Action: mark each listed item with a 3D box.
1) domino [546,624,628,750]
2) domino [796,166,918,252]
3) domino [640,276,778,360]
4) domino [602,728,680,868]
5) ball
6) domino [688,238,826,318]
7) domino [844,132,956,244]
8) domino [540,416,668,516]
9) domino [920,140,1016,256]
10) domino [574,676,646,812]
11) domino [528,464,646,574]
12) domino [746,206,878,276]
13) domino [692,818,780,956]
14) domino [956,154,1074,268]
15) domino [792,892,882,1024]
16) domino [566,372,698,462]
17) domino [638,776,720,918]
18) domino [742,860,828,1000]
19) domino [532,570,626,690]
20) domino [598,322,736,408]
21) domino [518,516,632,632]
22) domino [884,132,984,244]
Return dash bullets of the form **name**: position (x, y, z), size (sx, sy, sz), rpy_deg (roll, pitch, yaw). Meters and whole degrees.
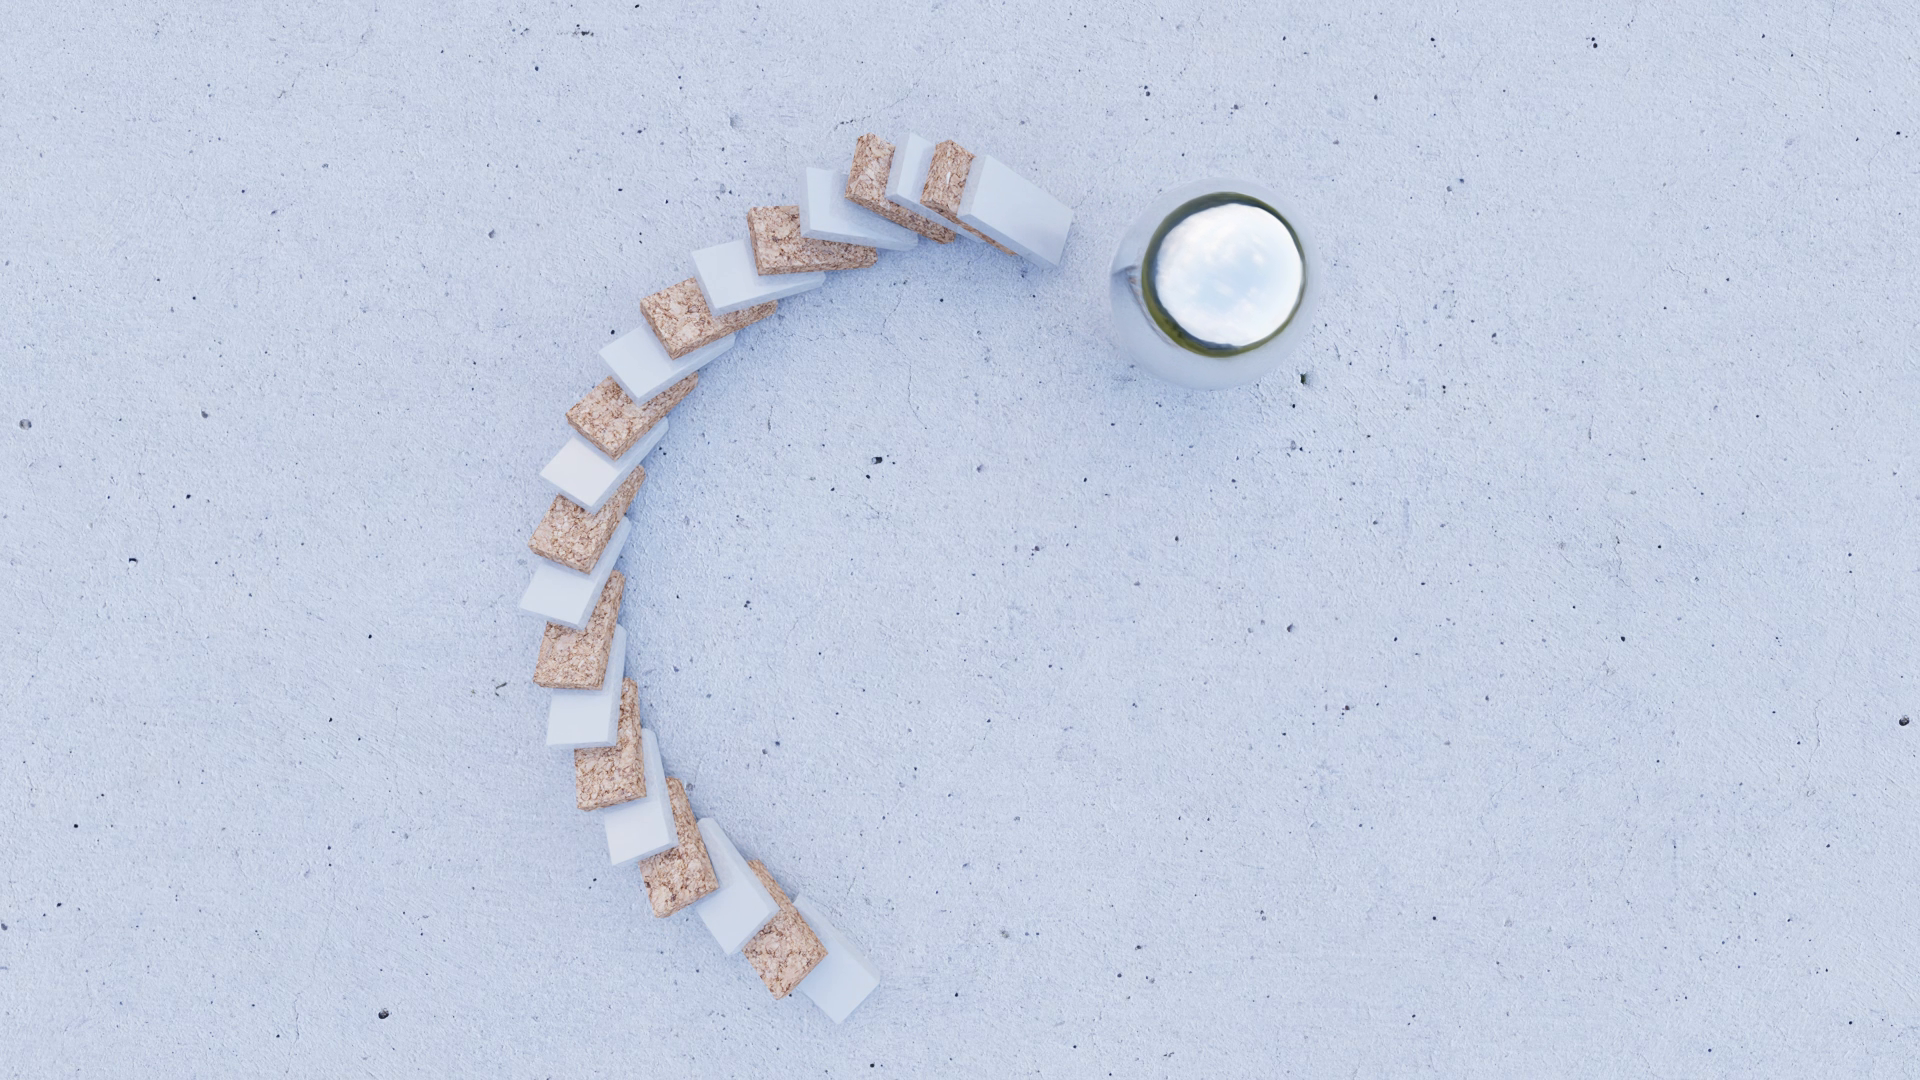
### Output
- **domino**: position (-0.156, 0.061, 0.385), size (0.025, 0.009, 0.050), rpy_deg (-4, 66, 0)
- **domino**: position (-0.042, -0.137, 0.382), size (0.050, 0.009, 0.025), rpy_deg (-4, 90, -34)
- **domino**: position (-0.105, -0.098, 0.385), size (0.050, 0.010, 0.025), rpy_deg (-33, 90, -24)
- **domino**: position (-0.137, 0.108, 0.385), size (0.025, 0.010, 0.050), rpy_deg (-22, 66, 0)
- **ball**: position (0.099, -0.100, 0.360), size (0.080, 0.080, 0.080), rpy_deg (0, 90, 0)
- **domino**: position (-0.085, -0.114, 0.386), size (0.050, 0.010, 0.025), rpy_deg (-24, 90, -24)
- **domino**: position (-0.022, -0.145, 0.381), size (0.050, 0.009, 0.025), rpy_deg (13, 90, -37)
- **domino**: position (-0.149, -0.038, 0.386), size (0.025, 0.009, 0.050), rpy_deg (32, 66, 0)
- **domino**: position (0.009, -0.141, 0.381), size (0.050, 0.009, 0.025), rpy_deg (17, 88, -37)
- **domino**: position (-0.148, 0.085, 0.386), size (0.025, 0.009, 0.050), rpy_deg (-14, 66, 0)
- **domino**: position (-0.156, -0.013, 0.385), size (0.025, 0.009, 0.050), rpy_deg (21, 66, 0)
- **domino**: position (-0.062, -0.127, 0.386), size (0.050, 0.009, 0.025), rpy_deg (-12, 90, -23)
- **domino**: position (-0.101, 0.145, 0.386), size (0.025, 0.010, 0.050), rpy_deg (-46, 68, 0)
- **domino**: position (0.024, -0.135, 0.381), size (0.050, 0.009, 0.025), rpy_deg (17, 87, -37)
- **domino**: position (-0.061, 0.180, 0.395), size (0.050, 0.009, 0.025), rpy_deg (44, 90, 0)
- **domino**: position (-0.137, -0.059, 0.385), size (0.025, 0.009, 0.050), rpy_deg (39, 66, 0)
- **domino**: position (-0.123, 0.129, 0.385), size (0.025, 0.009, 0.050), rpy_deg (-30, 66, 0)
- **domino**: position (-0.081, 0.163, 0.386), size (0.025, 0.010, 0.050), rpy_deg (-46, 68, 0)
- **domino**: position (-0.160, 0.037, 0.385), size (0.025, 0.010, 0.050), rpy_deg (3, 66, 0)
- **domino**: position (-0.123, -0.080, 0.385), size (0.050, 0.010, 0.025), rpy_deg (-41, 90, -24)
- **domino**: position (-0.161, 0.011, 0.386), size (0.025, 0.010, 0.050), rpy_deg (16, 66, 0)
- **domino**: position (-0.006, -0.145, 0.381), size (0.050, 0.010, 0.025), rpy_deg (13, 90, -37)
